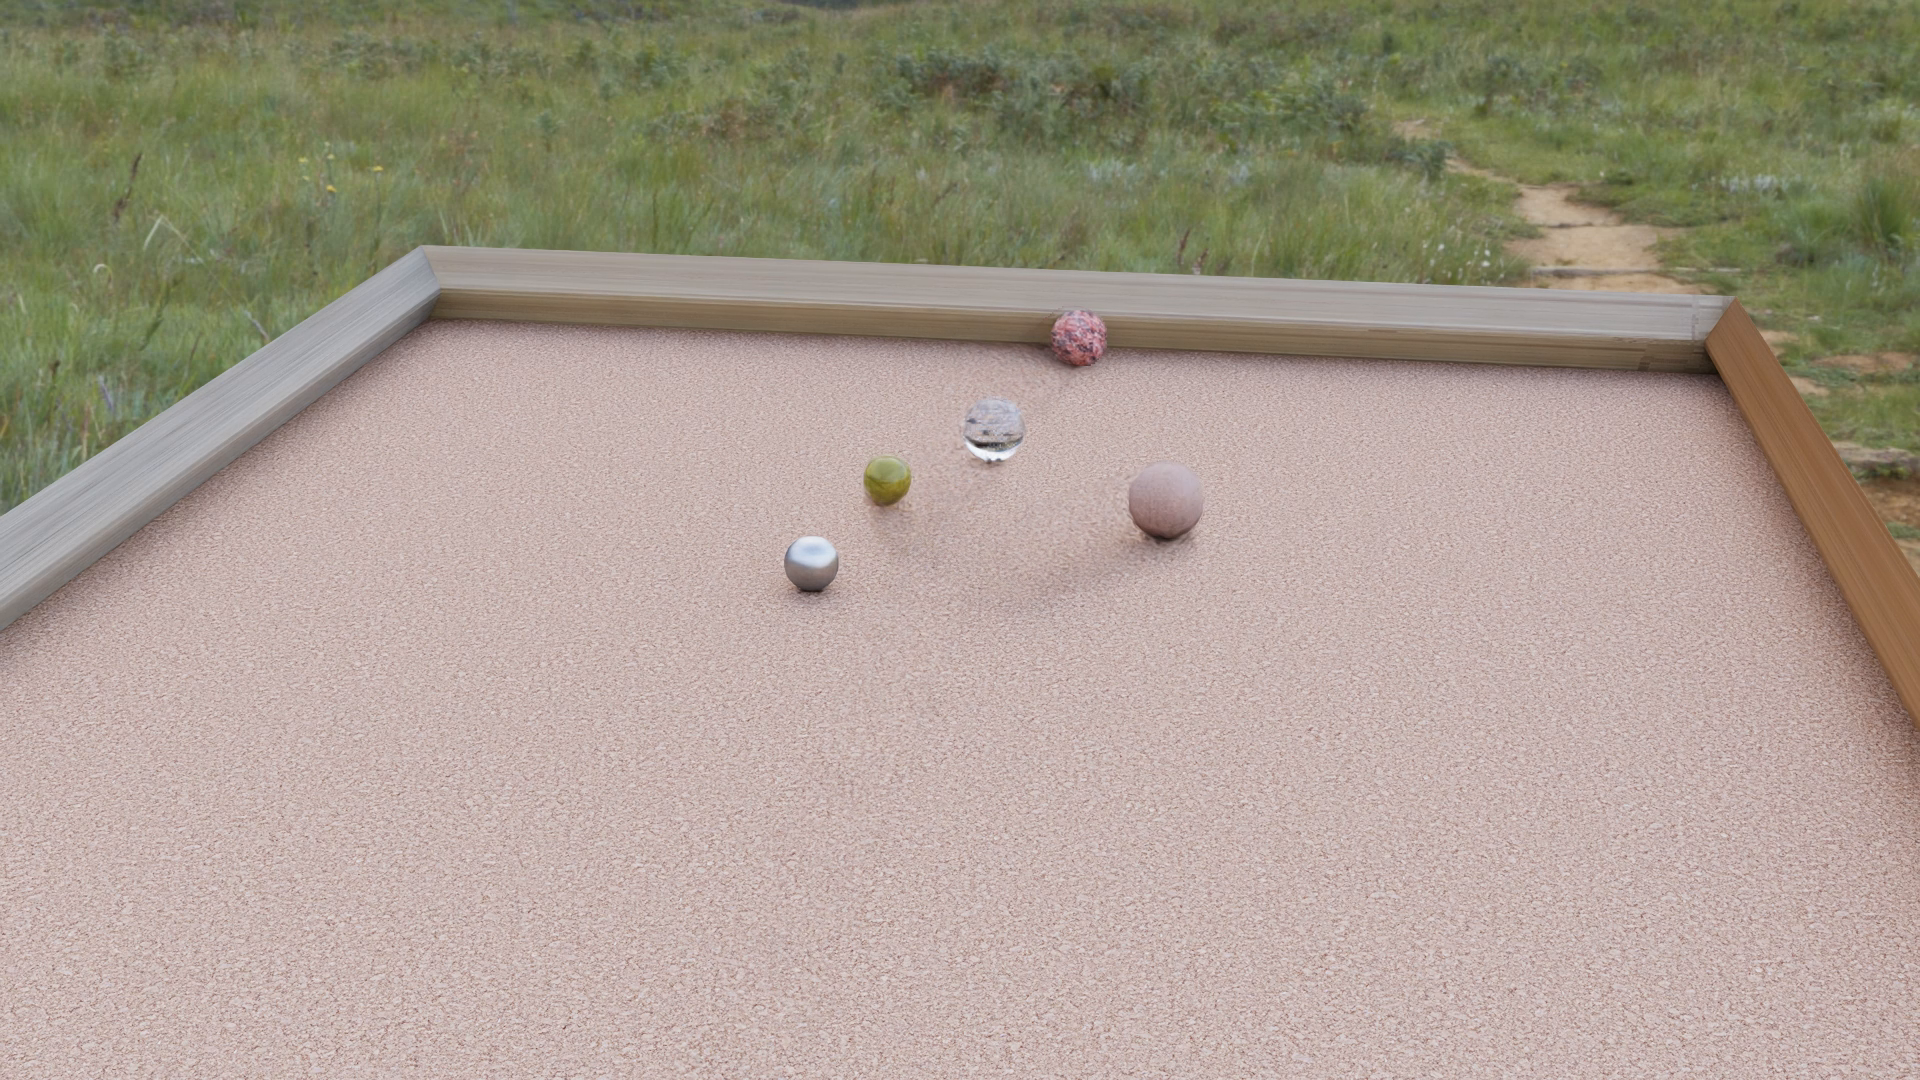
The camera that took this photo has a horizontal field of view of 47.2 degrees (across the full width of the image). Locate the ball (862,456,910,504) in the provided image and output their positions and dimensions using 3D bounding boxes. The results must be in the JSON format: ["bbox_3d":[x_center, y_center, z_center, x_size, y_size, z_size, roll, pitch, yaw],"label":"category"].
[{"bbox_3d":[-0.089,-0.073,2.675,0.059,0.059,0.059,0,22,0],"label":"ball"}]

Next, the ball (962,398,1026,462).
[{"bbox_3d":[0.043,-0.141,2.817,0.080,0.080,0.080,0,22,0],"label":"ball"}]

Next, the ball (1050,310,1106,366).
[{"bbox_3d":[0.172,-0.294,3.201,0.081,0.081,0.081,0,22,0],"label":"ball"}]

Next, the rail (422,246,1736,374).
[{"bbox_3d":[0.132,-0.339,3.263,1.963,0.115,0.045,3,22,8],"label":"rail"}]

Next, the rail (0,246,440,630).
[{"bbox_3d":[-1.082,0.252,1.783,0.045,0.115,3.567,3,22,8],"label":"rail"}]

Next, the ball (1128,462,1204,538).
[{"bbox_3d":[0.241,-0.046,2.567,0.089,0.089,0.089,0,22,0],"label":"ball"}]

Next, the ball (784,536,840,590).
[{"bbox_3d":[-0.164,0.025,2.426,0.061,0.061,0.061,0,22,0],"label":"ball"}]

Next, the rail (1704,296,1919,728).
[{"bbox_3d":[0.812,0.360,1.513,0.045,0.115,3.567,3,22,8],"label":"rail"}]
